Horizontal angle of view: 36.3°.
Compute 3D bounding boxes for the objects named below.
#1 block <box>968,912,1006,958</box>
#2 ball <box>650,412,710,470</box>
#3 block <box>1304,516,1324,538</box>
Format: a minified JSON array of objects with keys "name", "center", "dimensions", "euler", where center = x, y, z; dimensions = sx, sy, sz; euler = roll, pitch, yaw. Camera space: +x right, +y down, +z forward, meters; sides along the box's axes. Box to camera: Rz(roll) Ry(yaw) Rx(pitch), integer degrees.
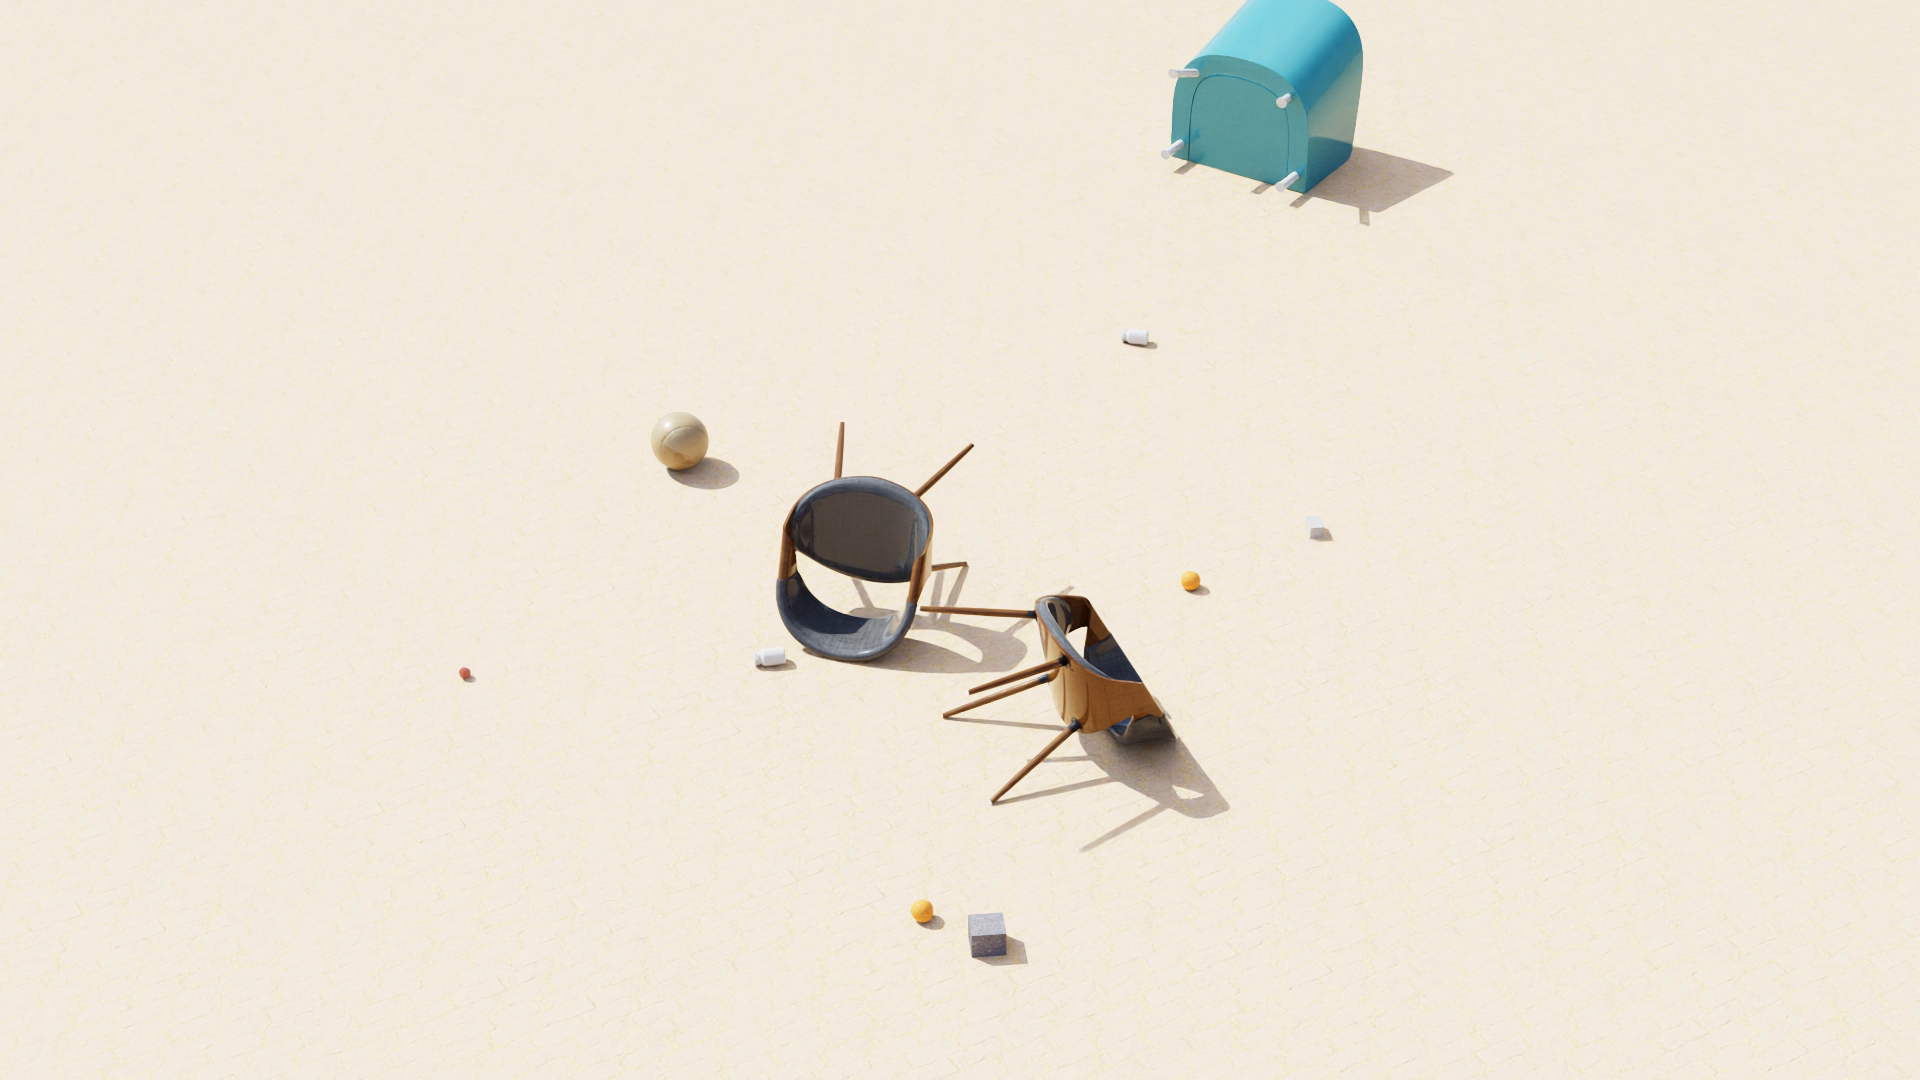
[{"name":"block","center":[0.084,1.215,9.021],"dimensions":[0.107,0.087,0.100],"euler":[-3,34,-5]},{"name":"ball","center":[-1.081,-0.383,11.320],"dimensions":[0.226,0.226,0.226],"euler":[0,33,0]},{"name":"block","center":[1.328,-0.048,10.974],"dimensions":[0.054,0.048,0.080],"euler":[-5,34,-7]}]
